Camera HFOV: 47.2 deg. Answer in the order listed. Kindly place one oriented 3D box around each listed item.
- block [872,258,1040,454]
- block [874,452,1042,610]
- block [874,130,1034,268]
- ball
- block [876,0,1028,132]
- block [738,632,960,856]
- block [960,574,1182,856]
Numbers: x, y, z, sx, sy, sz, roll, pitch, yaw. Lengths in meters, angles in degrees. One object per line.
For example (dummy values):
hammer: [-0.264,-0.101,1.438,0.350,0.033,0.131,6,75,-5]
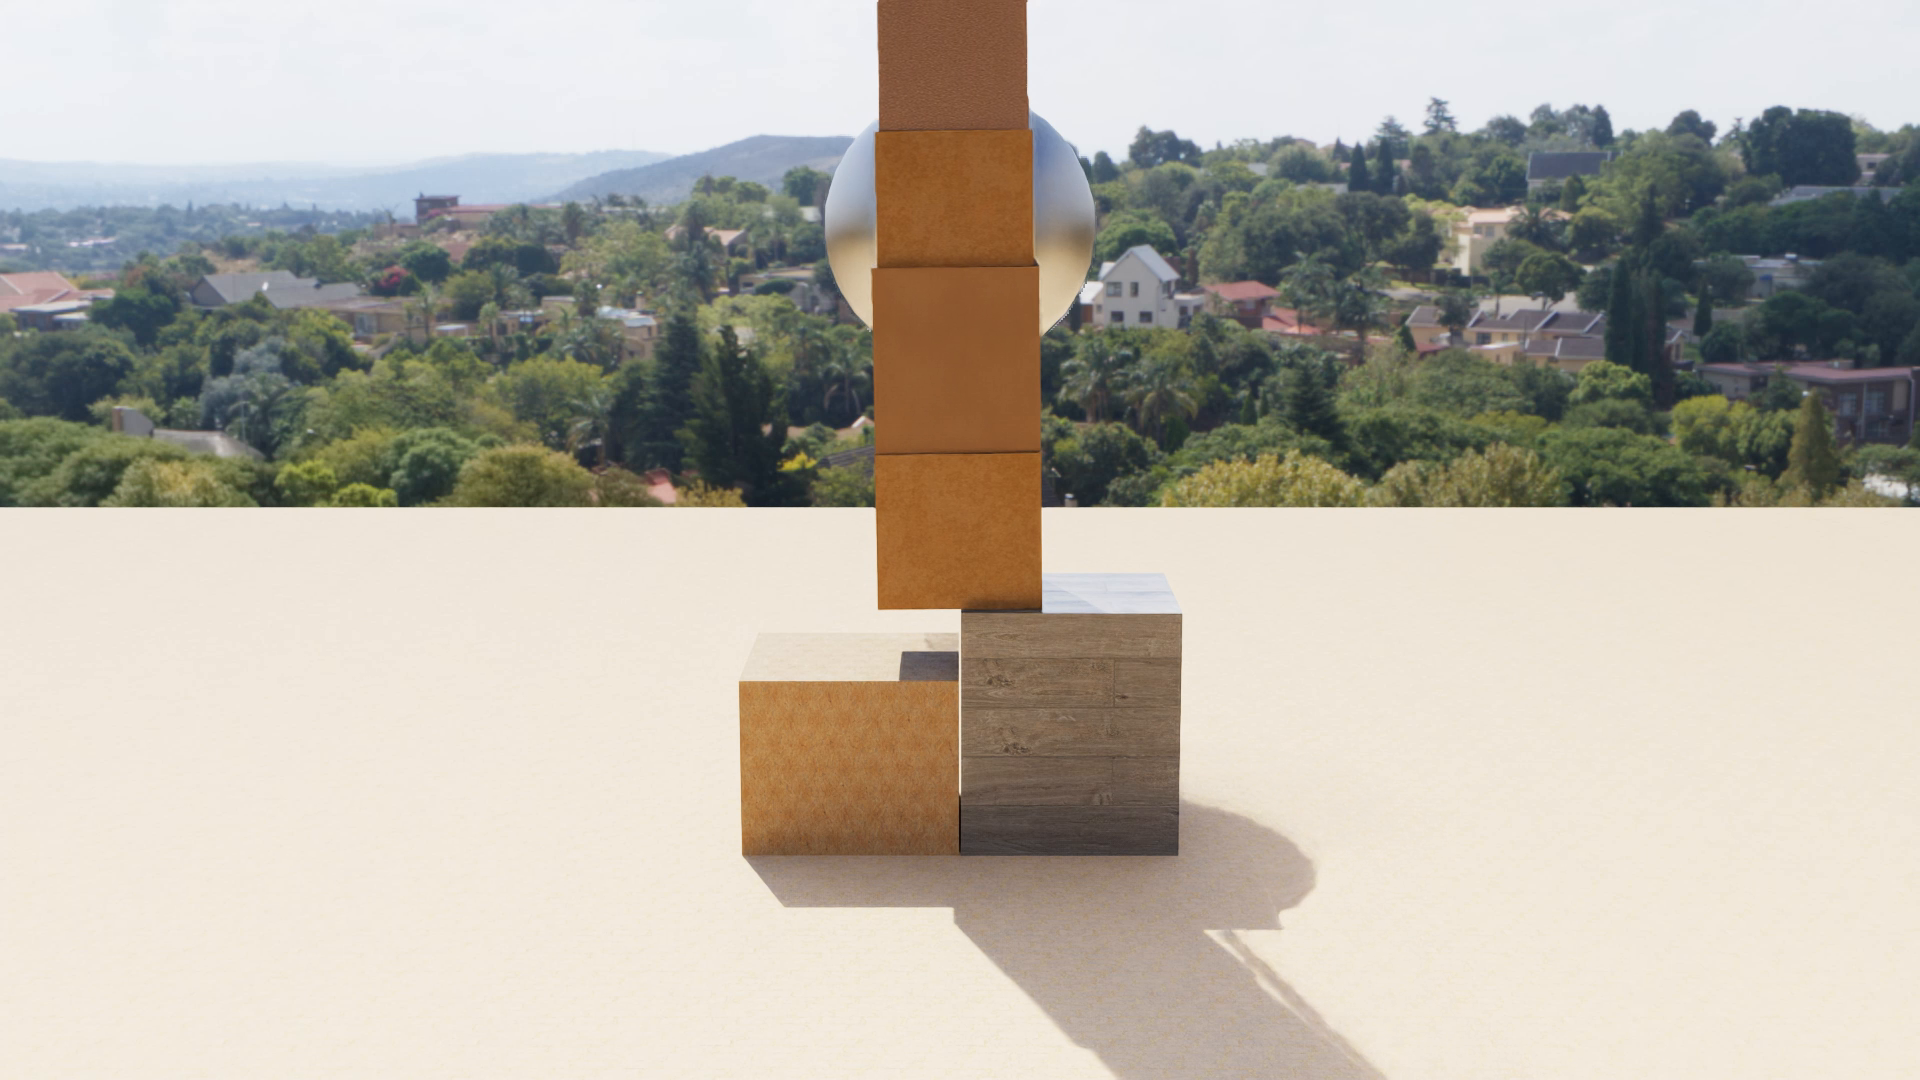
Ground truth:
block: [-0.016,-0.935,11.003,0.805,0.899,0.812,-1,10,0]
block: [-0.005,-0.114,11.151,0.810,0.770,0.845,-1,10,0]
block: [-0.026,-1.692,10.853,0.750,0.644,0.708,-1,10,0]
ball: [0.000,-1.840,12.954,1.600,1.600,1.600,0,10,0]
block: [-0.035,-2.420,10.748,0.709,0.825,0.745,-1,10,0]
block: [-0.545,1.034,11.387,1.080,0.892,1.075,0,10,0]
block: [0.545,0.873,11.320,1.080,1.233,1.009,0,10,0]
